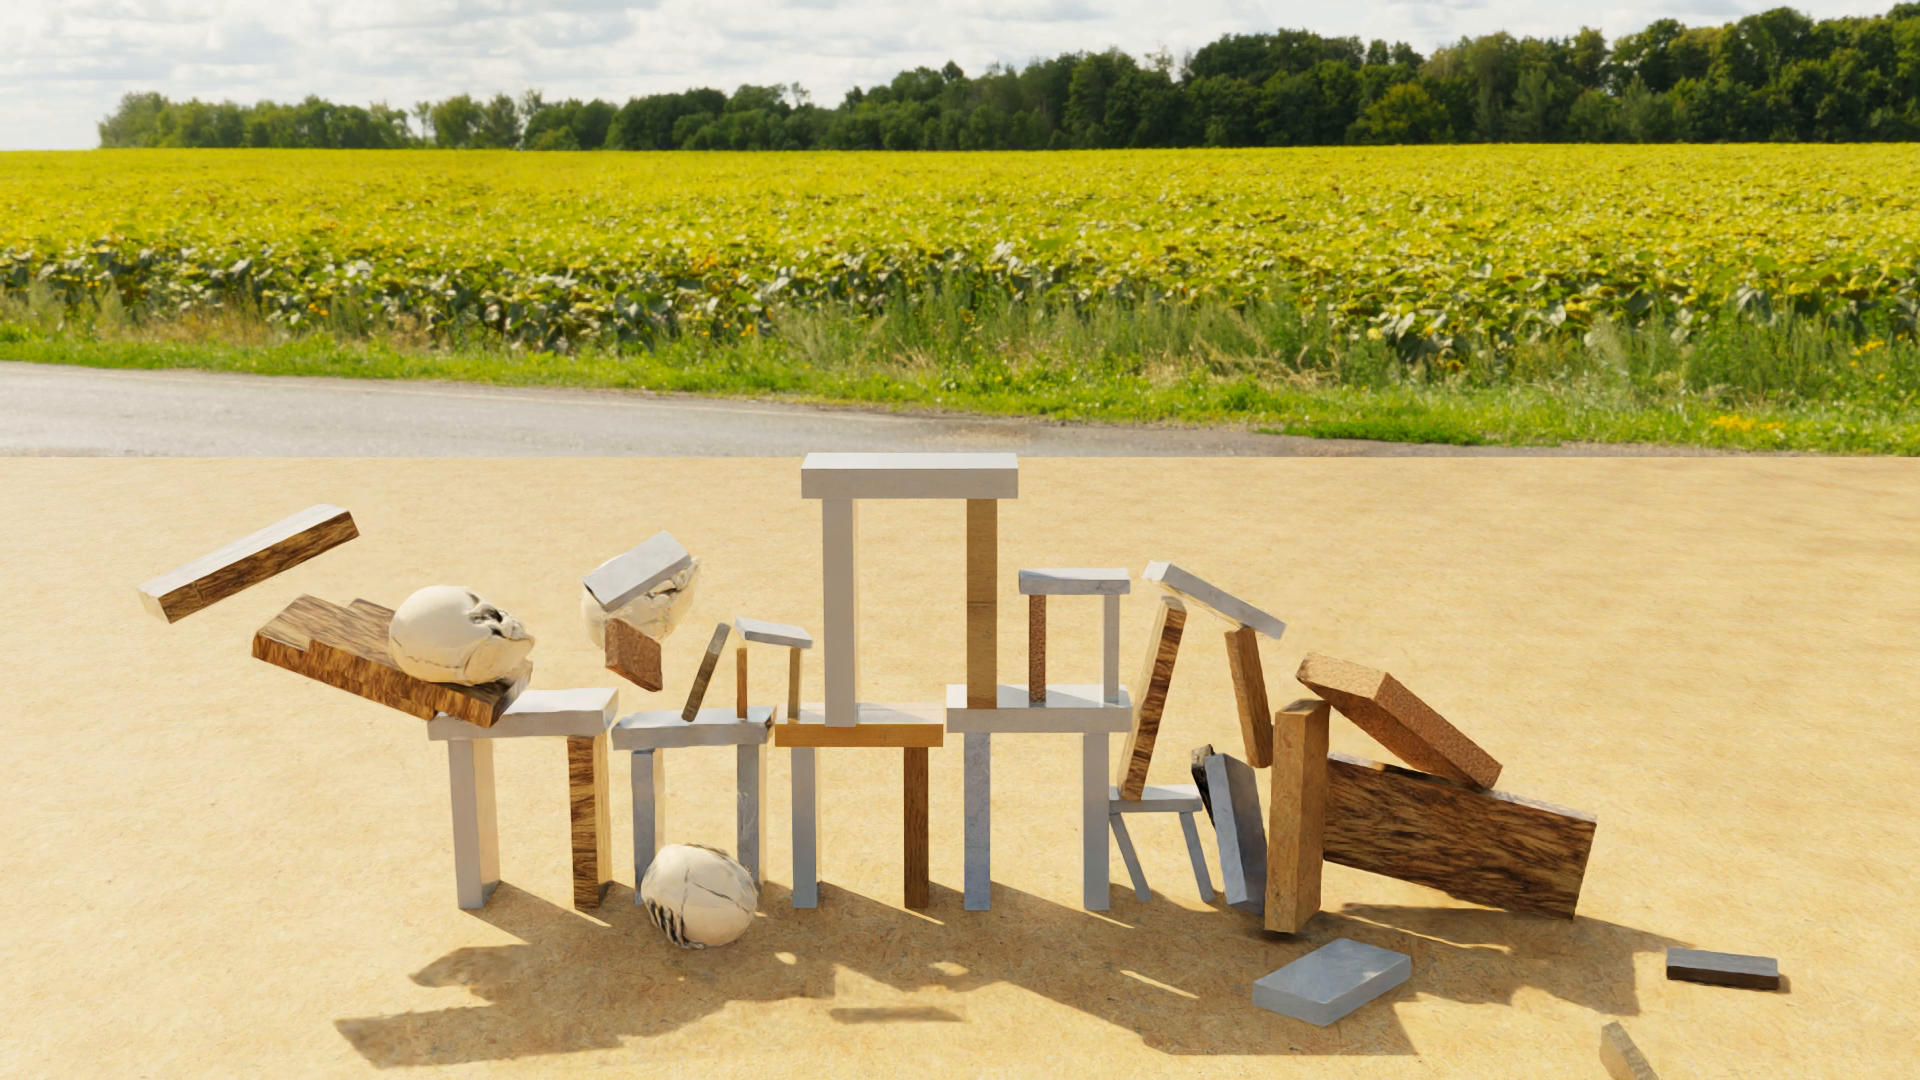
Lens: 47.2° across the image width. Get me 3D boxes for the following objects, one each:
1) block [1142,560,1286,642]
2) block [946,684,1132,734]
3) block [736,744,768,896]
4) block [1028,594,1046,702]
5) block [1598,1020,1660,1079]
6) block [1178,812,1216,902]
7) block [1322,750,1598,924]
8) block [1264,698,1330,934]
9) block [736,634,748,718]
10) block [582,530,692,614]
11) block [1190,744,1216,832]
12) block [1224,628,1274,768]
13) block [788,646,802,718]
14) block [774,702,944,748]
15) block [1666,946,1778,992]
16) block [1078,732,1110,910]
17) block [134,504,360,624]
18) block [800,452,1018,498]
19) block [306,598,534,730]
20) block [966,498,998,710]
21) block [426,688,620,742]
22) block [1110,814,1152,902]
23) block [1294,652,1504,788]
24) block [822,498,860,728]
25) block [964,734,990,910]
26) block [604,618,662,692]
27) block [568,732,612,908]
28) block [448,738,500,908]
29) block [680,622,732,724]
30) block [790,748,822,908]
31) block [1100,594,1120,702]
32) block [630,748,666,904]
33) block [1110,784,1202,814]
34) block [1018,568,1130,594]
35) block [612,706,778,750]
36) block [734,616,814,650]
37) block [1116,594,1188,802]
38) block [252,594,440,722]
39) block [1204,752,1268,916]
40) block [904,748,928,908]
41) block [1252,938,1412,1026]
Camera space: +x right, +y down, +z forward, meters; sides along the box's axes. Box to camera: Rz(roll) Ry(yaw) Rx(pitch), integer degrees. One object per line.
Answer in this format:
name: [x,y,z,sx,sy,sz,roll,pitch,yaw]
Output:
block: [0.415,0.099,3.602,0.223,0.032,0.112,27,-4,-11]
block: [0.127,0.276,3.606,0.299,0.042,0.149,0,11,0]
block: [-0.347,0.453,3.668,0.036,0.254,0.127,0,3,1]
block: [0.126,0.167,3.590,0.025,0.177,0.089,0,11,0]
block: [0.853,0.686,2.746,0.022,0.079,0.157,-21,45,-8]
block: [0.390,0.514,3.652,0.022,0.155,0.077,-15,10,3]
block: [0.792,0.480,3.582,0.443,0.172,0.049,13,13,13]
block: [0.539,0.436,3.509,0.049,0.345,0.172,4,5,22]
block: [-0.355,0.218,3.585,0.017,0.139,0.059,0,32,-6]
block: [-0.513,0.050,3.491,0.157,0.022,0.078,-32,47,-18]
block: [0.445,0.471,3.655,0.035,0.244,0.122,-21,7,10]
block: [0.475,0.257,3.592,0.032,0.223,0.112,-10,-2,-3]
block: [-0.270,0.227,3.598,0.017,0.117,0.059,3,11,-1]
block: [-0.163,0.303,3.615,0.273,0.039,0.136,0,11,0]
block: [1.146,0.645,3.310,0.157,0.022,0.079,3,11,17]
block: [0.221,0.443,3.638,0.042,0.299,0.149,-1,11,0]
block: [-1.115,0.033,3.443,0.316,0.045,0.158,-28,19,-27]
block: [-0.079,-0.104,3.537,0.341,0.048,0.171,0,11,0]
block: [-0.867,0.196,3.541,0.316,0.045,0.158,19,26,6]
block: [0.035,0.087,3.572,0.048,0.341,0.171,0,11,0]
block: [-0.714,0.285,3.608,0.285,0.040,0.143,-3,11,2]
block: [0.280,0.516,3.652,0.022,0.155,0.077,-20,10,4]
block: [0.713,0.295,3.565,0.345,0.049,0.172,36,-13,-35]
block: [-0.192,0.102,3.575,0.048,0.371,0.171,0,11,0]
block: [0.028,0.444,3.638,0.042,0.299,0.149,0,11,0]
block: [-0.527,0.187,3.555,0.022,0.078,0.157,-10,-22,17]
block: [-0.612,0.450,3.641,0.040,0.285,0.143,0,11,0]
block: [-0.804,0.450,3.641,0.040,0.285,0.143,-1,11,0]
block: [-0.413,0.215,3.572,0.022,0.157,0.078,22,36,-4]
block: [-0.254,0.456,3.643,0.039,0.273,0.136,0,11,0]
block: [0.245,0.167,3.590,0.025,0.177,0.089,0,11,0]
block: [-0.516,0.463,3.653,0.036,0.254,0.127,0,10,0]
block: [0.320,0.428,3.637,0.155,0.022,0.077,-1,11,0]
block: [0.185,0.067,3.572,0.177,0.025,0.089,0,11,0]
block: [-0.437,0.310,3.639,0.254,0.036,0.127,-3,8,4]
block: [-0.303,0.151,3.563,0.117,0.017,0.059,10,16,-26]
block: [0.313,0.259,3.605,0.032,0.325,0.112,12,10,-3]
block: [-0.971,0.190,3.596,0.316,0.045,0.158,19,26,6]
block: [0.454,0.476,3.554,0.035,0.244,0.122,-19,-26,26]
block: [-0.072,0.456,3.643,0.039,0.273,0.136,0,11,0]
block: [0.551,0.650,3.249,0.122,0.035,0.244,9,14,40]
